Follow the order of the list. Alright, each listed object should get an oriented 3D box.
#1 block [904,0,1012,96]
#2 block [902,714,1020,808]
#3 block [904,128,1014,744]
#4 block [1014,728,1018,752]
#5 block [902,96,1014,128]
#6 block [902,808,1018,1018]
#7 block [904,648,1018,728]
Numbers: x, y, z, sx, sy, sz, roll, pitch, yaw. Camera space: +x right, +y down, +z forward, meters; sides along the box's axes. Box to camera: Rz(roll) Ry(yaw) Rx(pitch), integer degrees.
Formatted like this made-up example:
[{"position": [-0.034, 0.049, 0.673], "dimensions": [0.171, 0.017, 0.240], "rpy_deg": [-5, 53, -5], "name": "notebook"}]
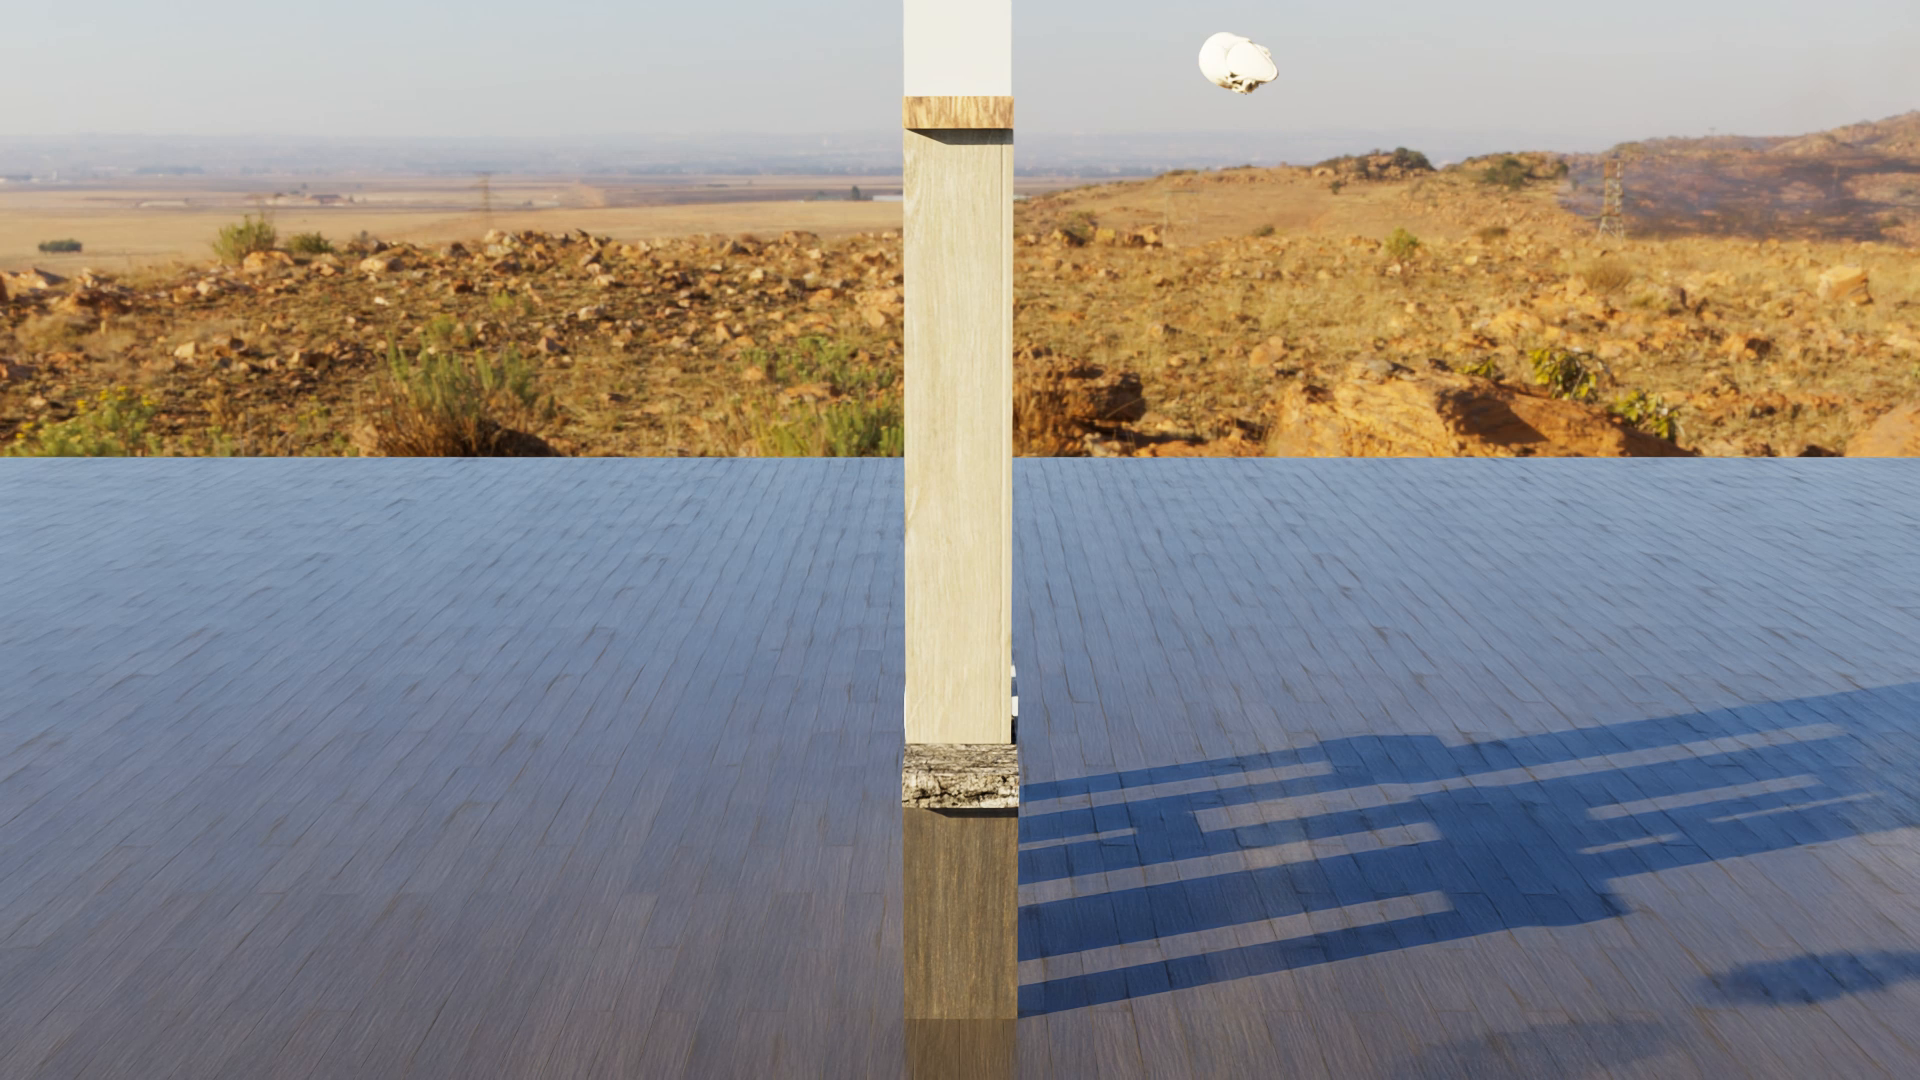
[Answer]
[{"position": [-0.003, -0.877, 3.161], "dimensions": [0.155, 0.474, 0.044], "rpy_deg": [0, 11, 0], "name": "block"}, {"position": [0.001, 0.320, 3.217], "dimensions": [0.162, 0.046, 0.325], "rpy_deg": [0, 11, 0], "name": "block"}, {"position": [-0.002, -0.141, 3.154], "dimensions": [0.153, 0.883, 0.043], "rpy_deg": [0, 10, 0], "name": "block"}, {"position": [0.002, 0.450, 3.470], "dimensions": [0.174, 0.348, 0.049], "rpy_deg": [0, 11, 0], "name": "block"}, {"position": [-0.003, -0.615, 3.170], "dimensions": [0.153, 0.043, 0.306], "rpy_deg": [0, 11, 0], "name": "block"}, {"position": [0.001, 0.522, 3.144], "dimensions": [0.162, 0.325, 0.046], "rpy_deg": [0, 11, 0], "name": "block"}, {"position": [0.002, 0.233, 3.548], "dimensions": [0.174, 0.049, 0.348], "rpy_deg": [0, 11, 0], "name": "block"}]
